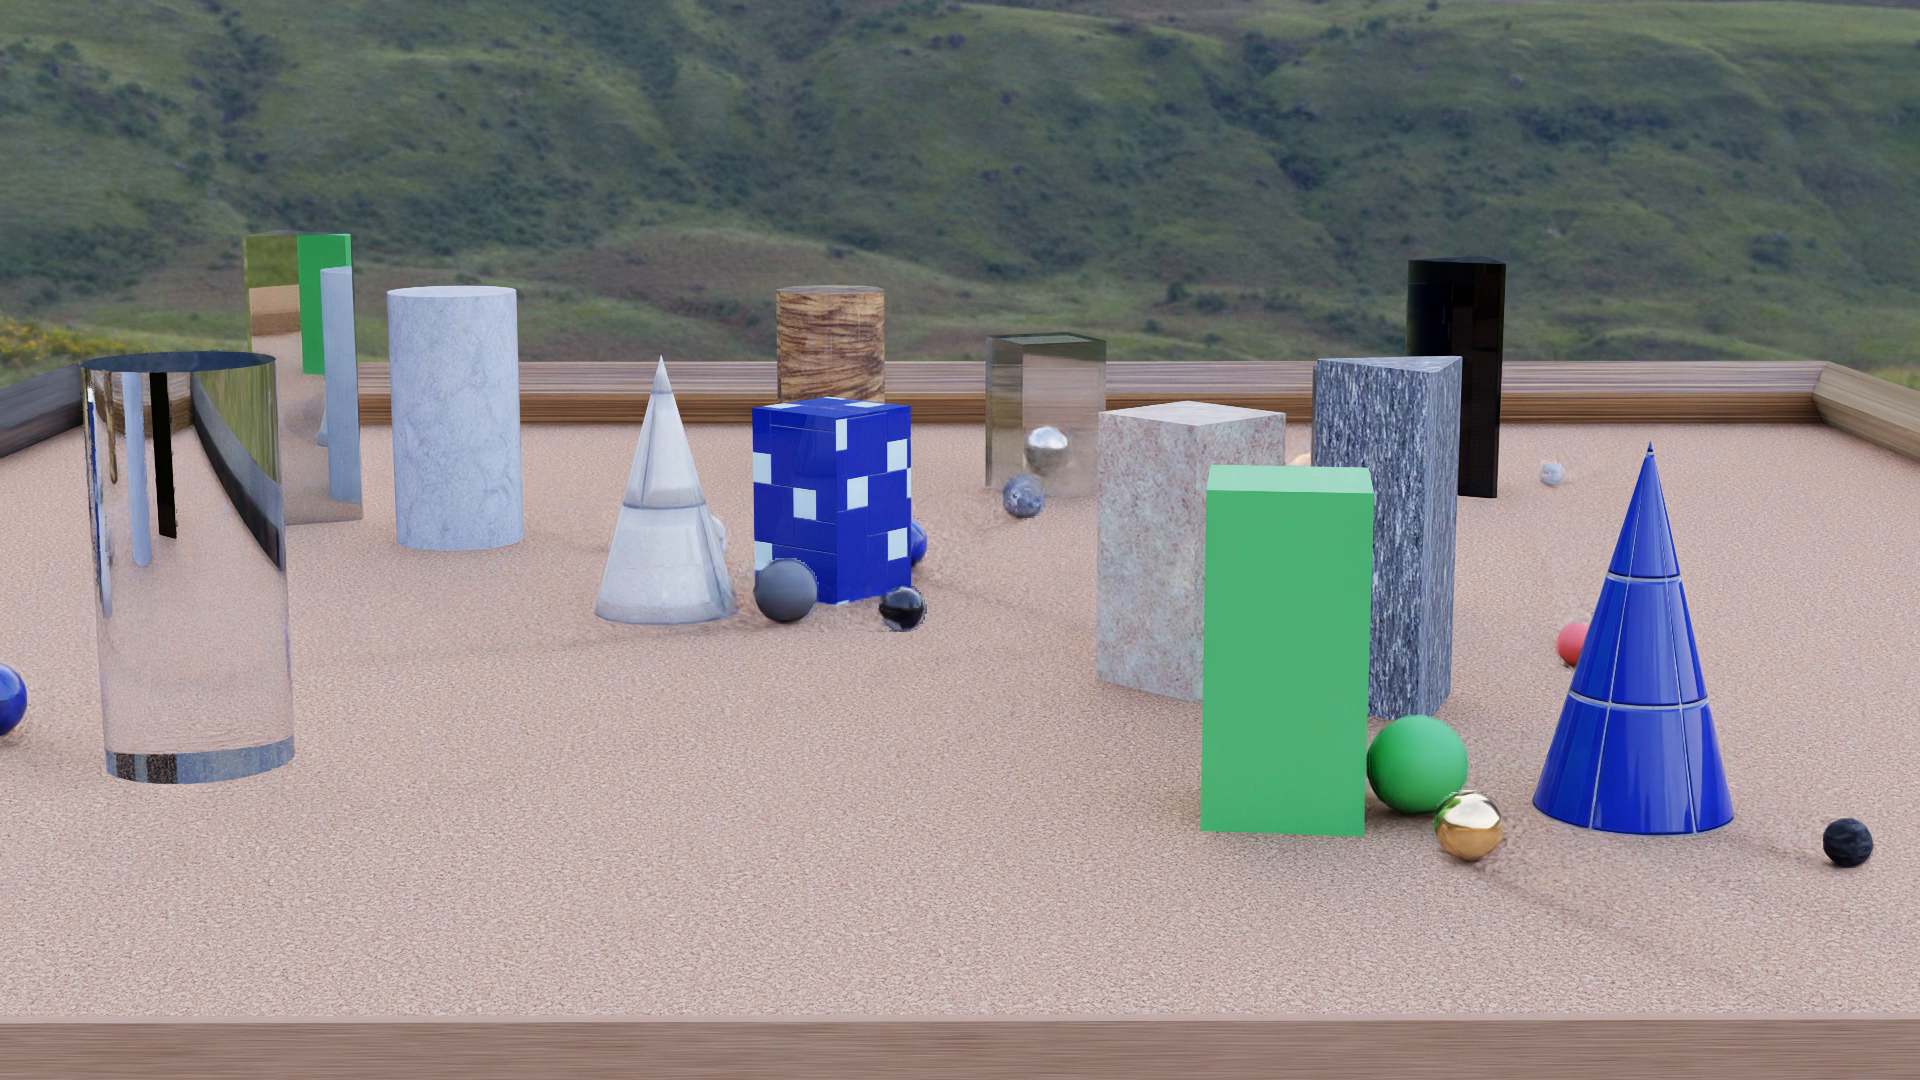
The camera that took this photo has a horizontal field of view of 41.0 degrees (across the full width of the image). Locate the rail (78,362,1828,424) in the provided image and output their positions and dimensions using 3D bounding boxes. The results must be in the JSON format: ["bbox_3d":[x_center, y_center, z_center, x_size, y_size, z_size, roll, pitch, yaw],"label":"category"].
[{"bbox_3d":[-0.010,-0.297,5.226,3.576,0.126,0.045,0,11,0],"label":"rail"}]

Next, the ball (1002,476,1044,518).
[{"bbox_3d":[0.103,-0.069,4.162,0.068,0.068,0.068,0,11,0],"label":"ball"}]

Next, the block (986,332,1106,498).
[{"bbox_3d":[0.146,-0.215,4.411,0.155,0.264,0.155,-4,11,-23],"label":"block"}]

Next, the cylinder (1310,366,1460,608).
[{"bbox_3d":[0.570,-0.070,3.461,0.194,0.324,0.194,0,11,0],"label":"cylinder"}]

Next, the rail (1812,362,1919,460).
[{"bbox_3d":[1.764,0.031,3.459,0.045,0.126,3.662,0,11,0],"label":"rail"}]

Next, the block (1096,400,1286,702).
[{"bbox_3d":[0.273,0.009,3.045,0.155,0.322,0.155,-10,14,-42],"label":"block"}]

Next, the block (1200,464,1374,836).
[{"bbox_3d":[0.318,0.104,2.505,0.155,0.332,0.155,1,11,7],"label":"block"}]

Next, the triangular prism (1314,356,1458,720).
[{"bbox_3d":[0.516,-0.007,2.928,0.146,0.396,0.168,-9,14,-39],"label":"triangular prism"}]

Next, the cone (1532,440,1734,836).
[{"bbox_3d":[0.667,0.084,2.511,0.194,0.369,0.194,0,11,0],"label":"cone"}]

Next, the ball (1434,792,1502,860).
[{"bbox_3d":[0.471,0.265,2.376,0.063,0.063,0.063,0,11,0],"label":"ball"}]

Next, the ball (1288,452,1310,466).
[{"bbox_3d":[0.583,-0.099,4.259,0.092,0.092,0.092,0,11,0],"label":"ball"}]

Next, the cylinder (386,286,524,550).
[{"bbox_3d":[-0.775,-0.191,3.950,0.194,0.384,0.194,0,11,0],"label":"cylinder"}]

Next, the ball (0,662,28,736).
[{"bbox_3d":[-1.063,0.174,2.803,0.085,0.085,0.085,0,11,0],"label":"ball"}]

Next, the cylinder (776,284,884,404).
[{"bbox_3d":[-0.233,-0.289,4.637,0.194,0.327,0.194,0,11,0],"label":"cylinder"}]

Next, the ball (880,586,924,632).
[{"bbox_3d":[-0.076,0.090,3.330,0.059,0.059,0.059,0,11,0],"label":"ball"}]

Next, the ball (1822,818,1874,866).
[{"bbox_3d":[0.816,0.278,2.357,0.044,0.044,0.044,0,11,0],"label":"ball"}]

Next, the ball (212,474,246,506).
[{"bbox_3d":[-1.220,-0.084,4.283,0.054,0.054,0.054,0,11,0],"label":"ball"}]

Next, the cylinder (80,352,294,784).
[{"bbox_3d":[-0.806,0.024,2.685,0.194,0.424,0.194,0,11,0],"label":"cylinder"}]

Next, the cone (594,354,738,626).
[{"bbox_3d":[-0.397,-0.076,3.437,0.194,0.346,0.194,0,11,0],"label":"cone"}]

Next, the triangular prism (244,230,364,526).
[{"bbox_3d":[-1.073,-0.265,4.141,0.168,0.461,0.146,-5,12,-25],"label":"triangular prism"}]

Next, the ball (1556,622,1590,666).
[{"bbox_3d":[0.758,0.127,3.142,0.054,0.054,0.054,0,11,0],"label":"ball"}]

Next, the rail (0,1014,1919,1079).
[{"bbox_3d":[0.010,0.362,1.672,3.576,0.126,0.045,0,11,0],"label":"rail"}]

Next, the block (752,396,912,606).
[{"bbox_3d":[-0.178,-0.058,3.579,0.155,0.258,0.155,8,13,38],"label":"block"}]

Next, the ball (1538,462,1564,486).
[{"bbox_3d":[1.034,-0.116,4.487,0.042,0.042,0.042,0,11,0],"label":"ball"}]

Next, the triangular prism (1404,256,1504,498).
[{"bbox_3d":[0.871,-0.285,4.422,0.168,0.397,0.146,6,12,29],"label":"triangular prism"}]

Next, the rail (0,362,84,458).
[{"bbox_3d":[-1.764,0.034,3.439,0.045,0.126,3.662,0,11,0],"label":"rail"}]

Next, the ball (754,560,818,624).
[{"bbox_3d":[-0.230,0.068,3.382,0.083,0.083,0.083,0,11,0],"label":"ball"}]

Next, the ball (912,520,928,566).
[{"bbox_3d":[-0.084,0.004,3.746,0.075,0.075,0.075,0,11,0],"label":"ball"}]

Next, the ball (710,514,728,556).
[{"bbox_3d":[-0.381,0.001,3.739,0.085,0.085,0.085,0,11,0],"label":"ball"}]

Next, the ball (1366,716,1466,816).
[{"bbox_3d":[0.448,0.221,2.516,0.097,0.097,0.097,0,11,0],"label":"ball"}]
